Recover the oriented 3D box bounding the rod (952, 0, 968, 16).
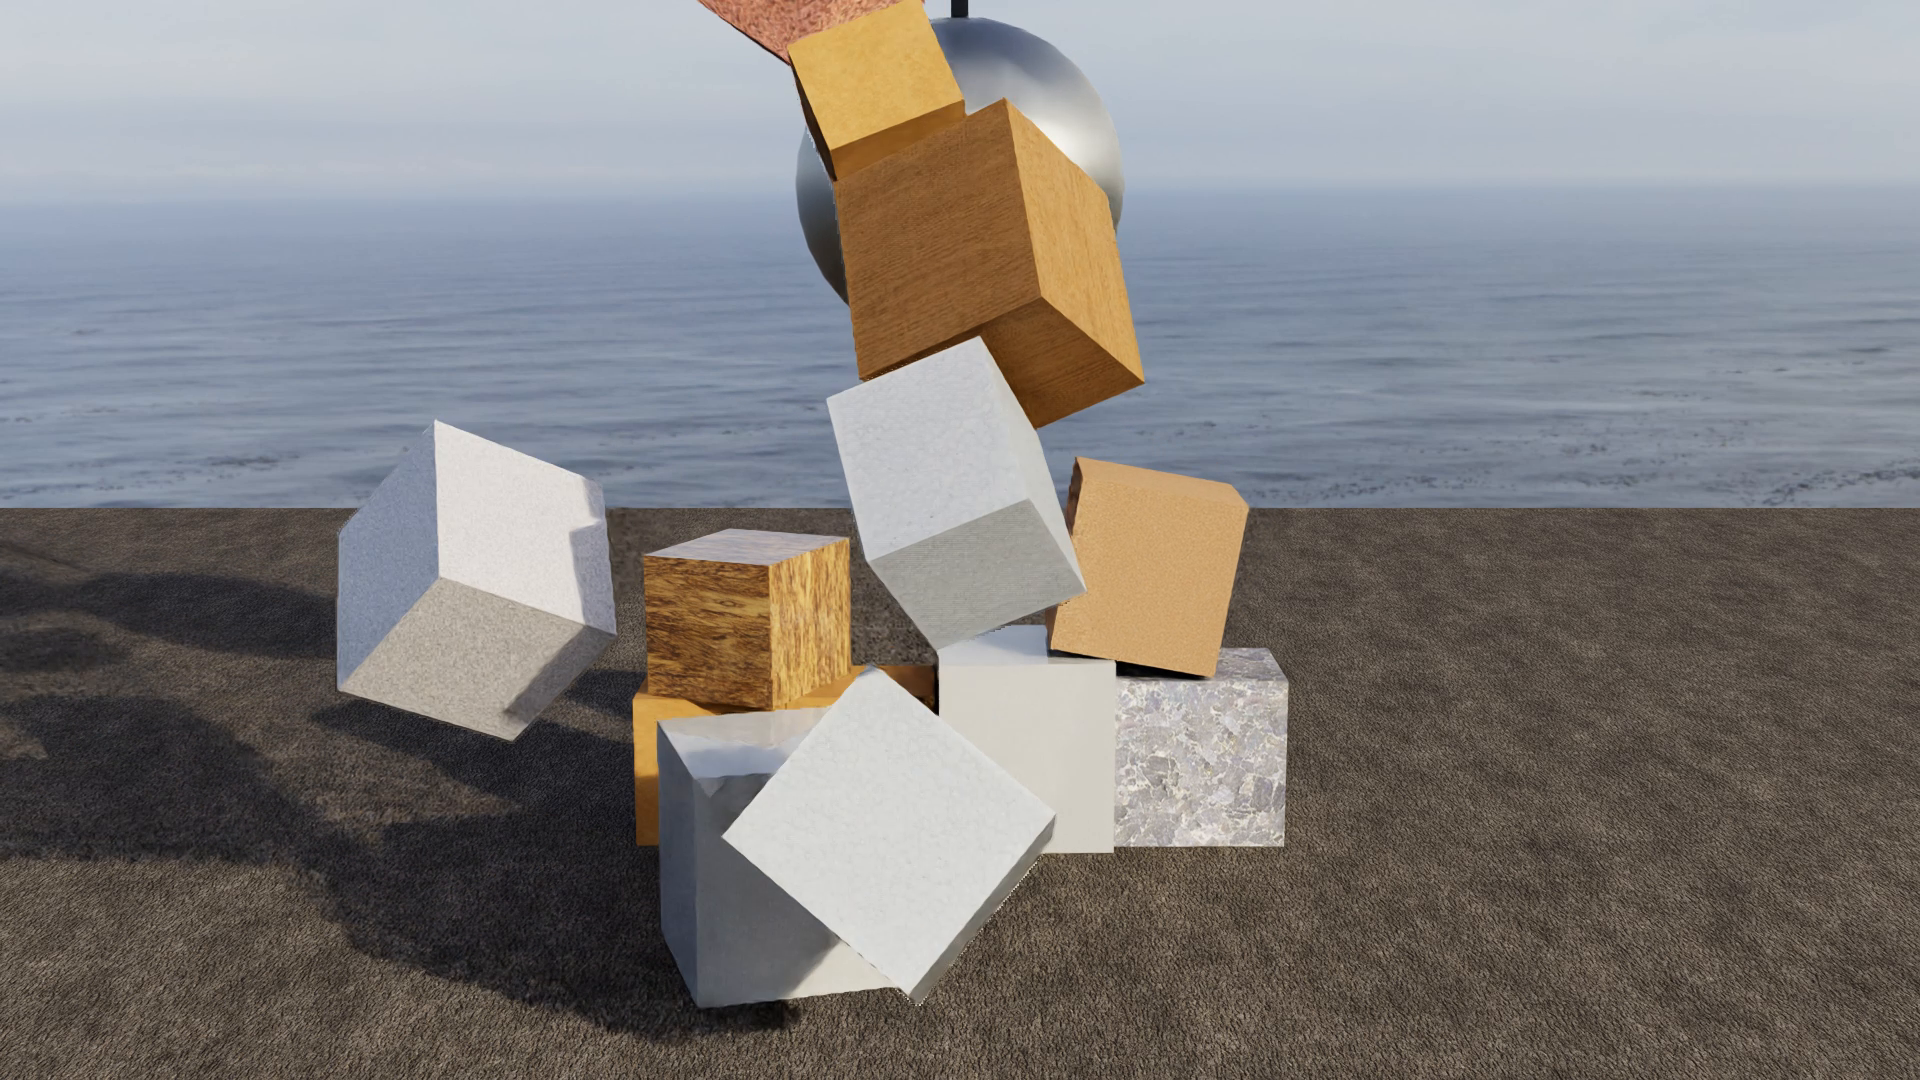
[{"bbox_3d":[0.000,-5.085,10.178,0.080,5.200,0.080,0,9,0],"label":"rod"}]

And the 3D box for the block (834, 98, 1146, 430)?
[{"bbox_3d":[0.100,-0.911,7.783,0.719,0.820,0.741,-22,-30,25],"label":"block"}]

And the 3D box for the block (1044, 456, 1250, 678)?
[{"bbox_3d":[0.931,0.122,11.189,0.826,0.873,0.752,10,10,-2],"label":"block"}]

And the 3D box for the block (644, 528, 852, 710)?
[{"bbox_3d":[-1.068,0.383,11.197,0.717,0.715,0.826,4,11,25],"label":"block"}]

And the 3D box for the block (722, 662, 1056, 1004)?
[{"bbox_3d":[-0.241,1.098,8.106,0.853,0.810,0.832,39,-10,10],"label":"block"}]

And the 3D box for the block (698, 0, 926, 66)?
[{"bbox_3d":[-0.664,-2.460,9.950,0.636,0.625,0.591,38,8,26],"label":"block"}]

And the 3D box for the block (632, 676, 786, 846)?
[{"bbox_3d":[-1.254,1.103,11.383,0.754,0.758,0.731,0,10,0],"label":"block"}]

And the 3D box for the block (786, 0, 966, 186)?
[{"bbox_3d":[-0.316,-1.736,8.888,0.559,0.502,0.605,-21,-18,-3],"label":"block"}]

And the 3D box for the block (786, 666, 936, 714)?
[{"bbox_3d":[-0.499,1.102,11.367,0.741,0.764,0.649,0,10,0],"label":"block"}]

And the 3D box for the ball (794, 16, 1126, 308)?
[{"bbox_3d":[0.000,-1.723,10.687,1.600,1.600,1.600,0,10,0],"label":"ball"}]

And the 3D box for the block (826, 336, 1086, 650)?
[{"bbox_3d":[-0.009,-0.148,7.381,0.558,0.674,0.654,-22,-34,9],"label":"block"}]

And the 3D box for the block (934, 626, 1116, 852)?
[{"bbox_3d":[0.317,1.007,11.322,0.871,0.967,0.887,0,10,-2],"label":"block"}]

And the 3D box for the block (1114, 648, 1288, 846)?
[{"bbox_3d":[1.198,1.058,11.358,0.866,0.854,0.730,0,10,0],"label":"block"}]

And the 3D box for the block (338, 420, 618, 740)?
[{"bbox_3d":[-1.884,0.169,8.526,0.752,0.754,0.774,22,39,-35],"label":"block"}]

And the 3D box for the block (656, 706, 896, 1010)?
[{"bbox_3d":[-0.722,1.328,9.465,1.001,0.984,0.891,-3,12,-17],"label":"block"}]
